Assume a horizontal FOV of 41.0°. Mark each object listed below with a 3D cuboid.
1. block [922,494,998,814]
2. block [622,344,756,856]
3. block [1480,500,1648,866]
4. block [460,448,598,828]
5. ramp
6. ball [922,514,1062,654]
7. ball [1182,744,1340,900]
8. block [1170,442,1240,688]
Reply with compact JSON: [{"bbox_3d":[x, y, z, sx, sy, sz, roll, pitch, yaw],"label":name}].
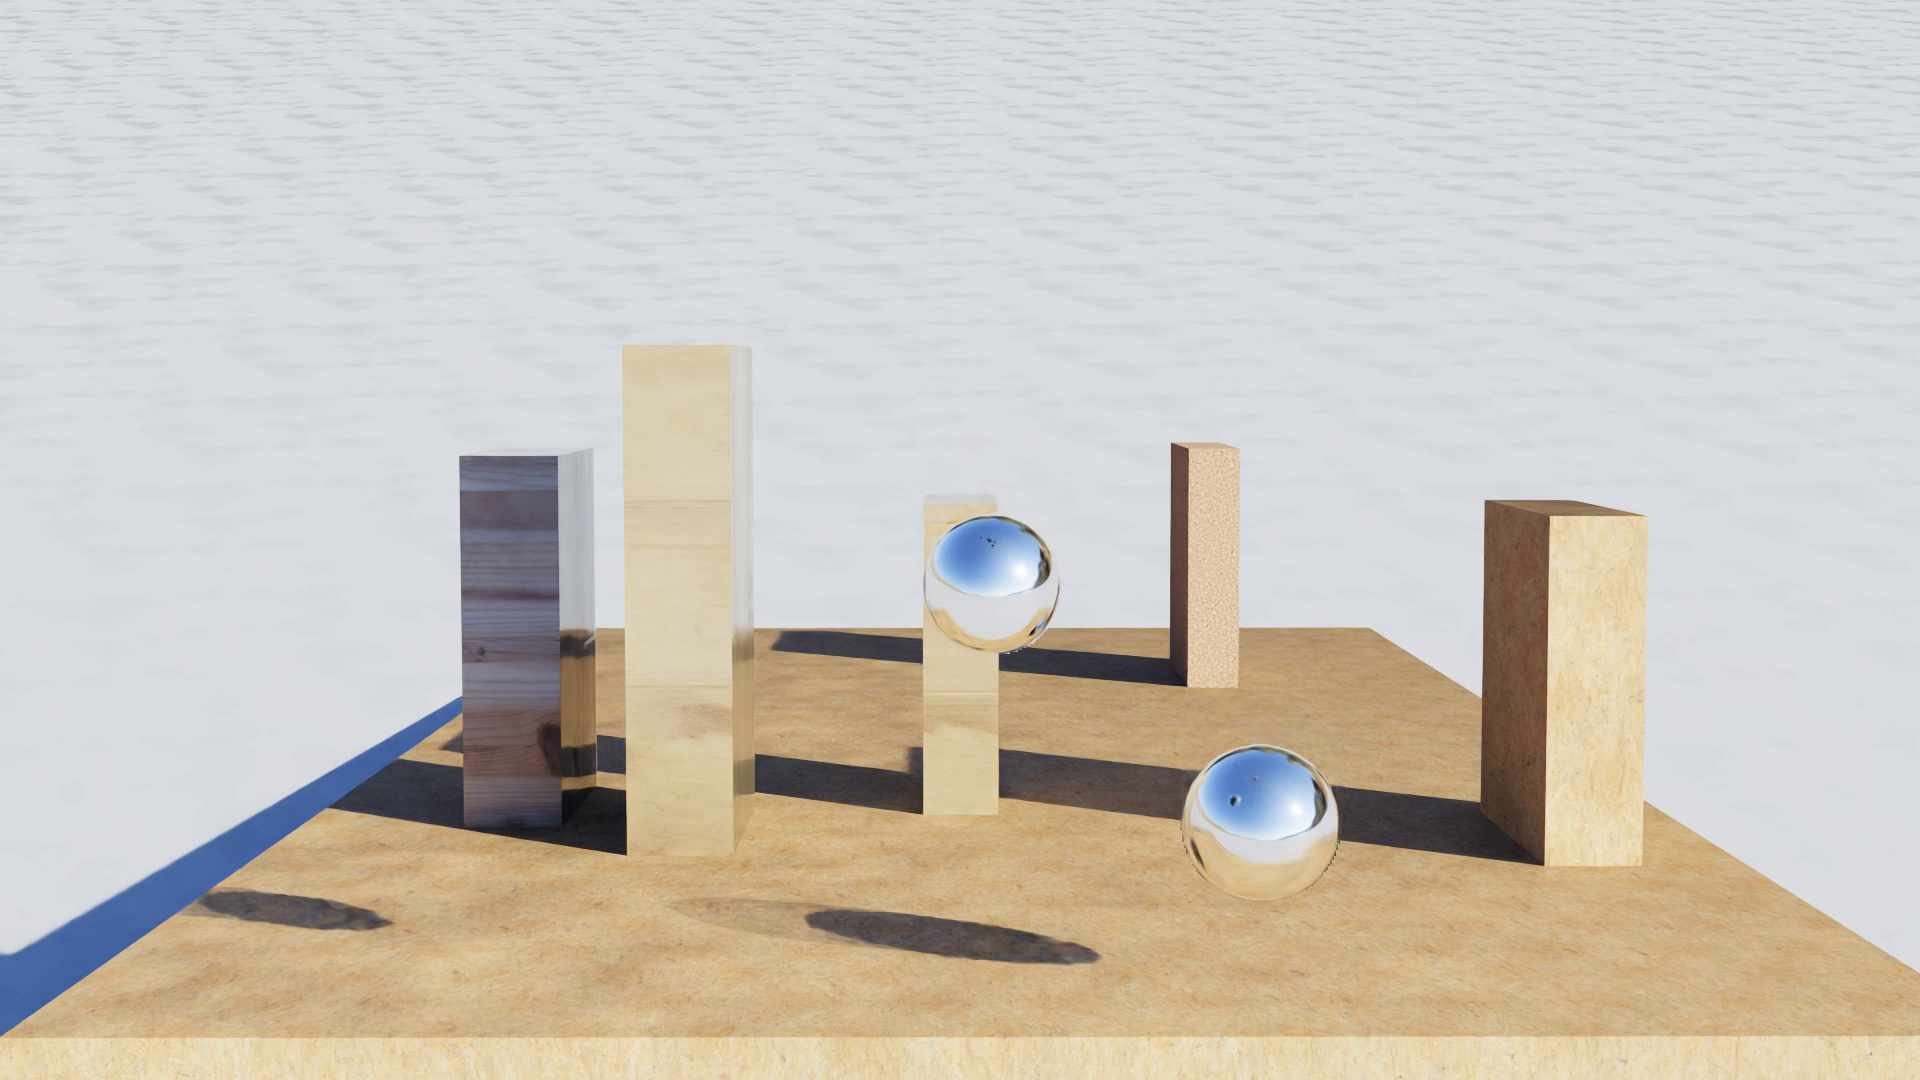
[{"bbox_3d":[0.001,0.168,3.931,0.111,0.460,0.293,0,4,0],"label":"block"},{"bbox_3d":[-0.380,0.071,3.647,0.144,0.691,0.377,0,4,0],"label":"block"},{"bbox_3d":[0.840,0.187,3.599,0.129,0.465,0.418,0,4,0],"label":"block"},{"bbox_3d":[-0.645,0.135,3.864,0.141,0.536,0.366,0,4,0],"label":"block"},{"bbox_3d":[0.045,0.407,4.538,2.000,0.100,4.000,0,4,0],"label":"ramp"},{"bbox_3d":[0.031,0.042,2.461,0.133,0.133,0.133,0,19,0],"label":"ball"},{"bbox_3d":[0.319,0.299,2.722,0.165,0.165,0.165,0,19,0],"label":"ball"},{"bbox_3d":[0.523,0.043,5.519,0.105,0.494,0.446,0,4,0],"label":"block"}]
